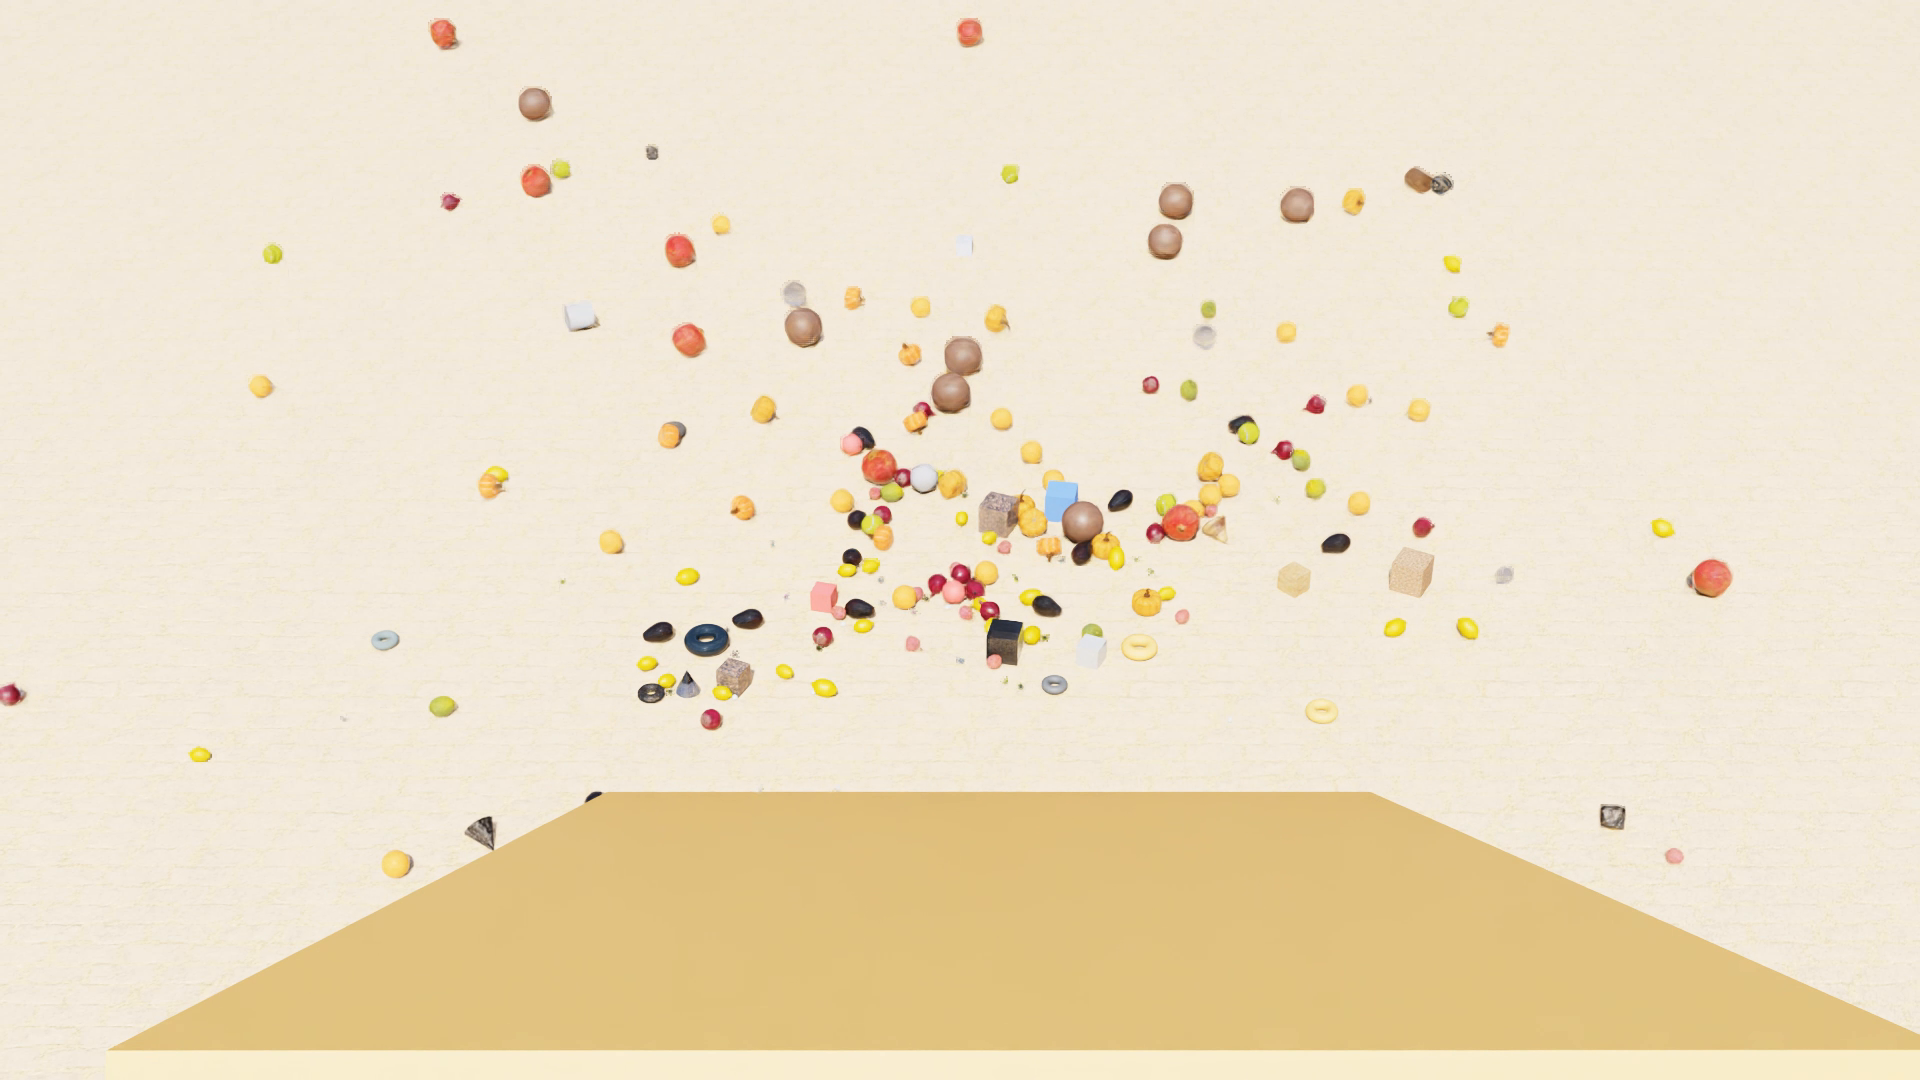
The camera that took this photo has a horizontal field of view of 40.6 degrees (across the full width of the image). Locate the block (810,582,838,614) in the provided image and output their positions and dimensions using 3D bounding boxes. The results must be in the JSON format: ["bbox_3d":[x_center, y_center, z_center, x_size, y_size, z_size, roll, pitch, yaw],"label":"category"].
[{"bbox_3d":[-0.399,0.168,7.614,0.062,0.062,0.062,9,35,12],"label":"block"}]

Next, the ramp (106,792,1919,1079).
[{"bbox_3d":[0.076,0.656,4.805,2.000,0.100,4.000,0,-2,0],"label":"ramp"}]

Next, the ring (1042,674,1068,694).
[{"bbox_3d":[0.266,0.407,7.299,0.075,0.025,0.075,0,35,0],"label":"ring"}]

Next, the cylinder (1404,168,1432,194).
[{"bbox_3d":[1.738,-1.364,9.849,0.076,0.076,0.076,-17,38,-23],"label":"cylinder"}]

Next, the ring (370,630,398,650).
[{"bbox_3d":[-1.655,0.288,7.471,0.080,0.027,0.080,-1,35,1],"label":"ring"}]

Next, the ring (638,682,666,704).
[{"bbox_3d":[-0.864,0.429,7.266,0.079,0.026,0.079,-1,33,0],"label":"ring"}]

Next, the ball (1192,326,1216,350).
[{"bbox_3d":[0.834,-0.691,8.855,0.084,0.084,0.084,0,34,0],"label":"ball"}]

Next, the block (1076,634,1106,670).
[{"bbox_3d":[0.374,0.319,7.391,0.066,0.066,0.066,15,37,21],"label":"block"}]

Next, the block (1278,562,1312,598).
[{"bbox_3d":[0.989,0.117,7.685,0.068,0.068,0.068,-27,43,-34],"label":"block"}]

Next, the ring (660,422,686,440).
[{"bbox_3d":[-0.929,-0.355,8.412,0.087,0.029,0.087,-1,35,1],"label":"ring"}]

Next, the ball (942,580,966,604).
[{"bbox_3d":[-0.019,0.153,7.630,0.070,0.070,0.070,0,34,0],"label":"ball"}]

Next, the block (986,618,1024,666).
[{"bbox_3d":[0.128,0.291,7.410,0.090,0.090,0.090,7,35,10],"label":"block"}]

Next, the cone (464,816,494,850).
[{"bbox_3d":[-1.231,0.776,6.746,0.083,0.083,0.083,-24,68,-31],"label":"cone"}]

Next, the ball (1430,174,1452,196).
[{"bbox_3d":[1.820,-1.342,9.816,0.077,0.077,0.077,0,34,0],"label":"ball"}]

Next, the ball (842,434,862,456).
[{"bbox_3d":[-0.346,-0.305,8.304,0.067,0.067,0.067,0,34,0],"label":"ball"}]

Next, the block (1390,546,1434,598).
[{"bbox_3d":[1.339,0.096,7.690,0.097,0.097,0.097,17,38,23],"label":"block"}]

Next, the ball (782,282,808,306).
[{"bbox_3d":[-0.579,-0.861,9.104,0.086,0.086,0.086,0,34,0],"label":"ball"}]

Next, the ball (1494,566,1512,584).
[{"bbox_3d":[1.616,0.105,7.716,0.053,0.053,0.053,0,34,0],"label":"ball"}]

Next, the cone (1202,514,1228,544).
[{"bbox_3d":[0.796,-0.017,7.908,0.085,0.085,0.085,-19,65,-26],"label":"cone"}]

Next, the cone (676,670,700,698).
[{"bbox_3d":[-0.764,0.393,7.276,0.072,0.072,0.072,0,34,0],"label":"cone"}]

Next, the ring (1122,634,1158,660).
[{"bbox_3d":[0.514,0.307,7.436,0.105,0.035,0.105,-1,35,1],"label":"ring"}]

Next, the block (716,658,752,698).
[{"bbox_3d":[-0.635,0.385,7.288,0.071,0.071,0.071,15,37,21],"label":"block"}]

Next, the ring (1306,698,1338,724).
[{"bbox_3d":[1.003,0.474,7.195,0.092,0.031,0.092,-1,35,1],"label":"ring"}]

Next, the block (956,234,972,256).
[{"bbox_3d":[0.016,-1.069,9.433,0.058,0.058,0.058,2,34,3],"label":"block"}]

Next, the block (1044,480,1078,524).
[{"bbox_3d":[0.313,-0.117,8.007,0.091,0.091,0.091,5,35,7],"label":"block"}]

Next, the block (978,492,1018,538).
[{"bbox_3d":[0.118,-0.077,7.946,0.094,0.094,0.094,13,37,19],"label":"block"}]

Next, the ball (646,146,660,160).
[{"bbox_3d":[-1.194,-1.501,10.070,0.052,0.052,0.052,0,34,0],"label":"ball"}]

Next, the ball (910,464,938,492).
[{"bbox_3d":[-0.112,-0.193,8.120,0.090,0.090,0.090,0,34,0],"label":"ball"}]

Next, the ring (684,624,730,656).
[{"bbox_3d":[-0.728,0.287,7.457,0.131,0.044,0.131,-1,35,1],"label":"ring"}]
